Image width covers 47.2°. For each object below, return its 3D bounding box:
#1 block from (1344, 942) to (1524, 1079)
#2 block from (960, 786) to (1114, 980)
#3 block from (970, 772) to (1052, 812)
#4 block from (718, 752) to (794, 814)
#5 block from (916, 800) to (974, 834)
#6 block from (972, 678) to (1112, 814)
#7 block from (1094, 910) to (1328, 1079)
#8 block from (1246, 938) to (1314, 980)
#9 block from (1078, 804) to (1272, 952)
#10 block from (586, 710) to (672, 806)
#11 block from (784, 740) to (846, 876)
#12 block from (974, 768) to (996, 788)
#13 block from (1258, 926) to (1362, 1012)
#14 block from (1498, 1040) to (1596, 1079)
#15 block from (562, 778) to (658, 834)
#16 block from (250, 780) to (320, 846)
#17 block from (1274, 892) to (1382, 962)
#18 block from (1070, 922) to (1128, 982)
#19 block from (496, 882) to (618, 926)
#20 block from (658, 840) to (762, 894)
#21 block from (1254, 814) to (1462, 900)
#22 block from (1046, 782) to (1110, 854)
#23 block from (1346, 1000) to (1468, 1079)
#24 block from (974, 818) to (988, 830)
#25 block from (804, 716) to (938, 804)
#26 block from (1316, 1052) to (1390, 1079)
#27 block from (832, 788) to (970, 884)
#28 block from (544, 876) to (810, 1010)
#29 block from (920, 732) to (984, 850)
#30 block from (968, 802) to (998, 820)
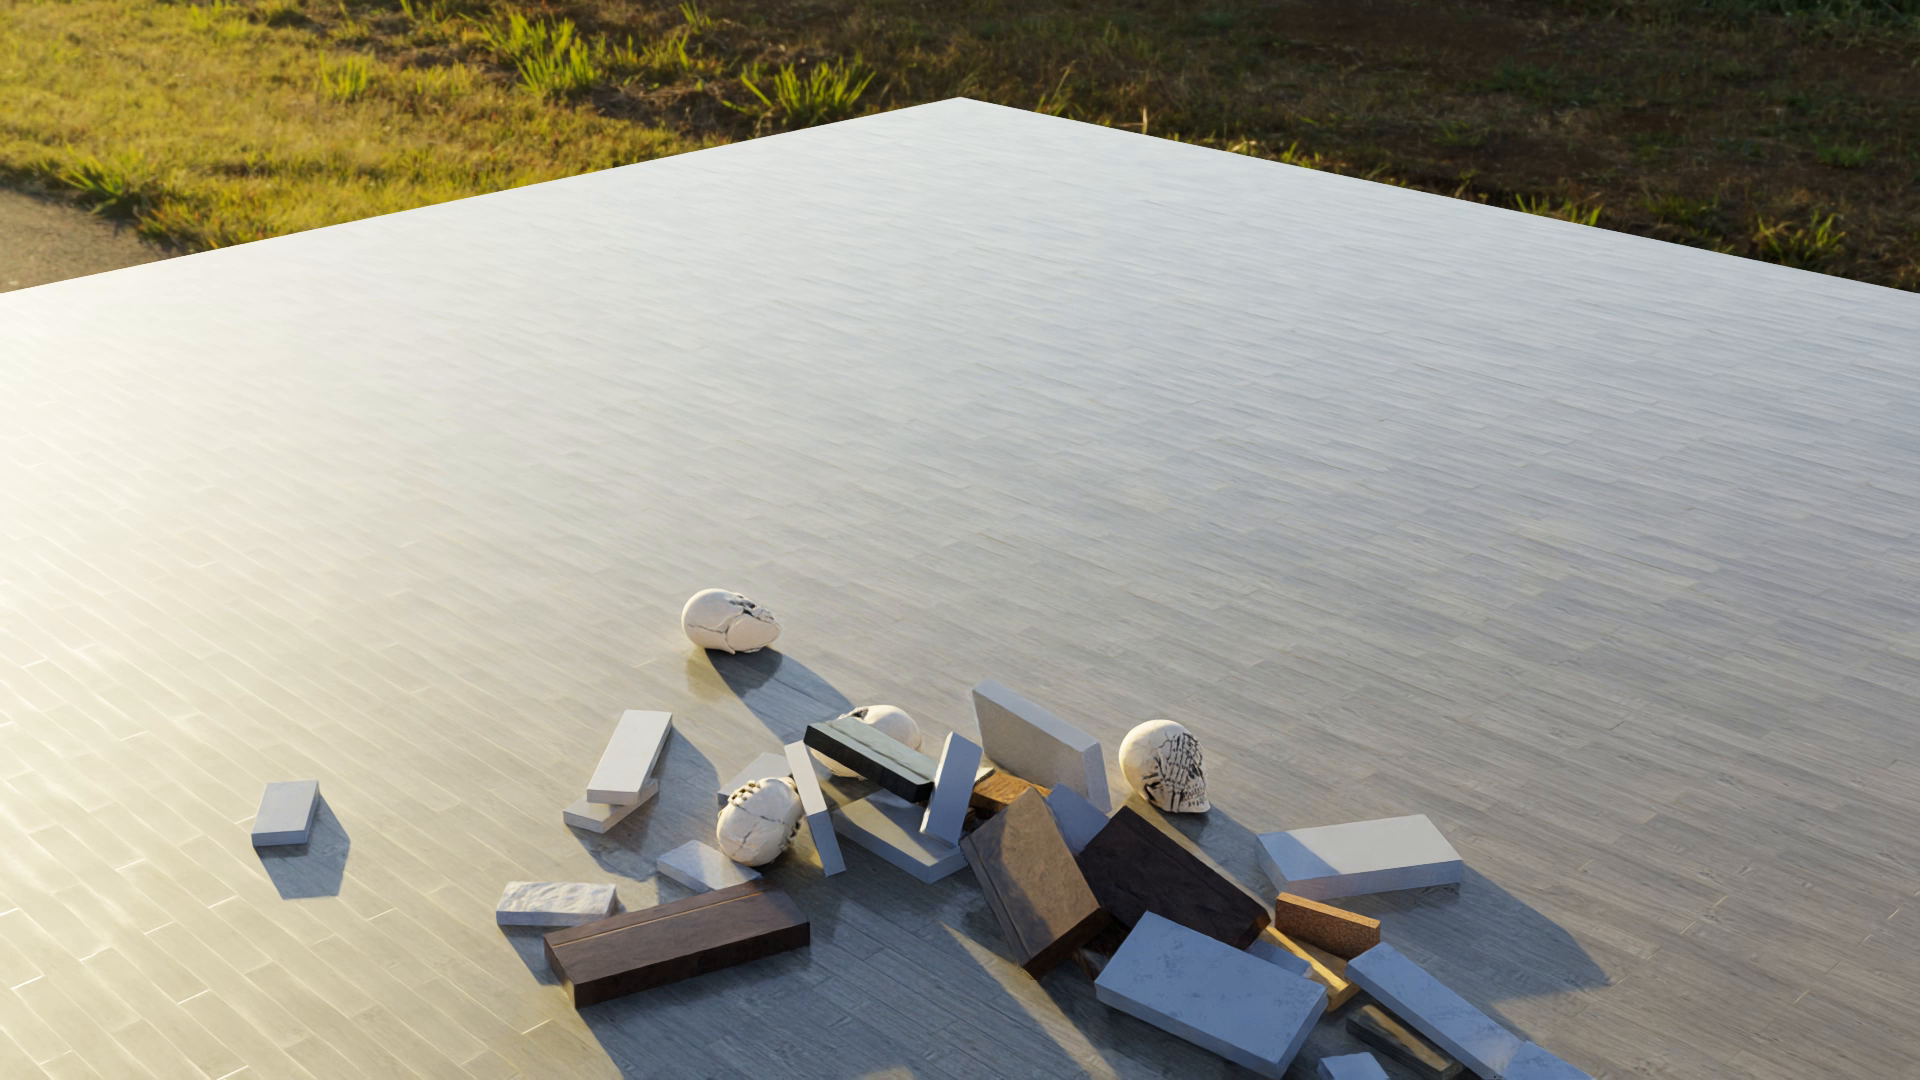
[{"bbox_3d":[0.837,0.819,3.702,0.099,0.028,0.411,-19,40,-38],"label":"block"},{"bbox_3d":[0.137,0.625,4.039,0.177,0.050,0.365,-38,35,5],"label":"block"},{"bbox_3d":[0.123,0.511,4.309,0.189,0.027,0.095,16,29,36],"label":"block"},{"bbox_3d":[-0.409,0.501,4.545,0.096,0.027,0.193,11,25,24],"label":"block"},{"bbox_3d":[-0.034,0.545,4.375,0.023,0.080,0.159,-20,30,-39],"label":"block"},{"bbox_3d":[0.165,0.428,4.517,0.050,0.176,0.353,-29,35,-28],"label":"block"},{"bbox_3d":[0.429,0.777,3.767,0.354,0.050,0.177,19,49,30],"label":"block"},{"bbox_3d":[0.520,0.755,3.891,0.190,0.027,0.095,20,59,38],"label":"block"},{"bbox_3d":[0.370,0.646,3.982,0.177,0.050,0.354,-45,51,-14],"label":"block"},{"bbox_3d":[-0.688,0.451,4.603,0.103,0.029,0.425,3,18,1],"label":"block"},{"bbox_3d":[-0.287,0.526,4.332,0.040,0.143,0.285,-18,26,-6],"label":"block"},{"bbox_3d":[-0.013,0.495,4.489,0.159,0.023,0.080,-10,10,33],"label":"block"},{"bbox_3d":[0.540,0.740,3.976,0.388,0.031,0.111,20,30,38],"label":"block"},{"bbox_3d":[0.987,0.901,3.540,0.221,0.031,0.111,27,36,28],"label":"block"},{"bbox_3d":[-0.709,0.531,4.474,0.096,0.027,0.193,12,26,25],"label":"block"},{"bbox_3d":[-1.358,0.549,4.431,0.103,0.029,0.205,-3,23,-7],"label":"block"},{"bbox_3d":[0.662,0.708,3.970,0.190,0.095,0.027,13,26,28],"label":"block"},{"bbox_3d":[0.273,0.751,3.952,0.111,0.031,0.221,-11,25,-24],"label":"block"},{"bbox_3d":[-0.754,0.682,4.117,0.205,0.029,0.103,1,23,2],"label":"block"},{"bbox_3d":[-0.481,0.638,4.223,0.193,0.027,0.096,20,30,38],"label":"block"},{"bbox_3d":[0.768,0.614,4.249,0.353,0.050,0.176,-5,24,-12],"label":"block"},{"bbox_3d":[0.229,0.551,4.161,0.099,0.028,0.199,-45,53,-14],"label":"block"},{"bbox_3d":[0.764,0.847,3.728,0.099,0.028,0.199,-19,29,-37],"label":"block"},{"bbox_3d":[0.102,0.552,4.350,0.189,0.027,0.095,-2,17,45],"label":"block"},{"bbox_3d":[-0.157,0.437,4.396,0.289,0.040,0.143,25,17,32],"label":"block"},{"bbox_3d":[0.664,0.905,3.547,0.095,0.027,0.190,-1,29,-22],"label":"block"},{"bbox_3d":[-0.105,0.581,4.339,0.143,0.040,0.285,-20,30,-39],"label":"block"},{"bbox_3d":[-0.512,0.725,3.987,0.444,0.050,0.176,-11,25,-25],"label":"block"},{"bbox_3d":[-0.015,0.489,4.301,0.074,0.021,0.234,31,49,-17],"label":"block"},{"bbox_3d":[0.034,0.525,4.416,0.095,0.027,0.189,-22,14,-38],"label":"block"}]
